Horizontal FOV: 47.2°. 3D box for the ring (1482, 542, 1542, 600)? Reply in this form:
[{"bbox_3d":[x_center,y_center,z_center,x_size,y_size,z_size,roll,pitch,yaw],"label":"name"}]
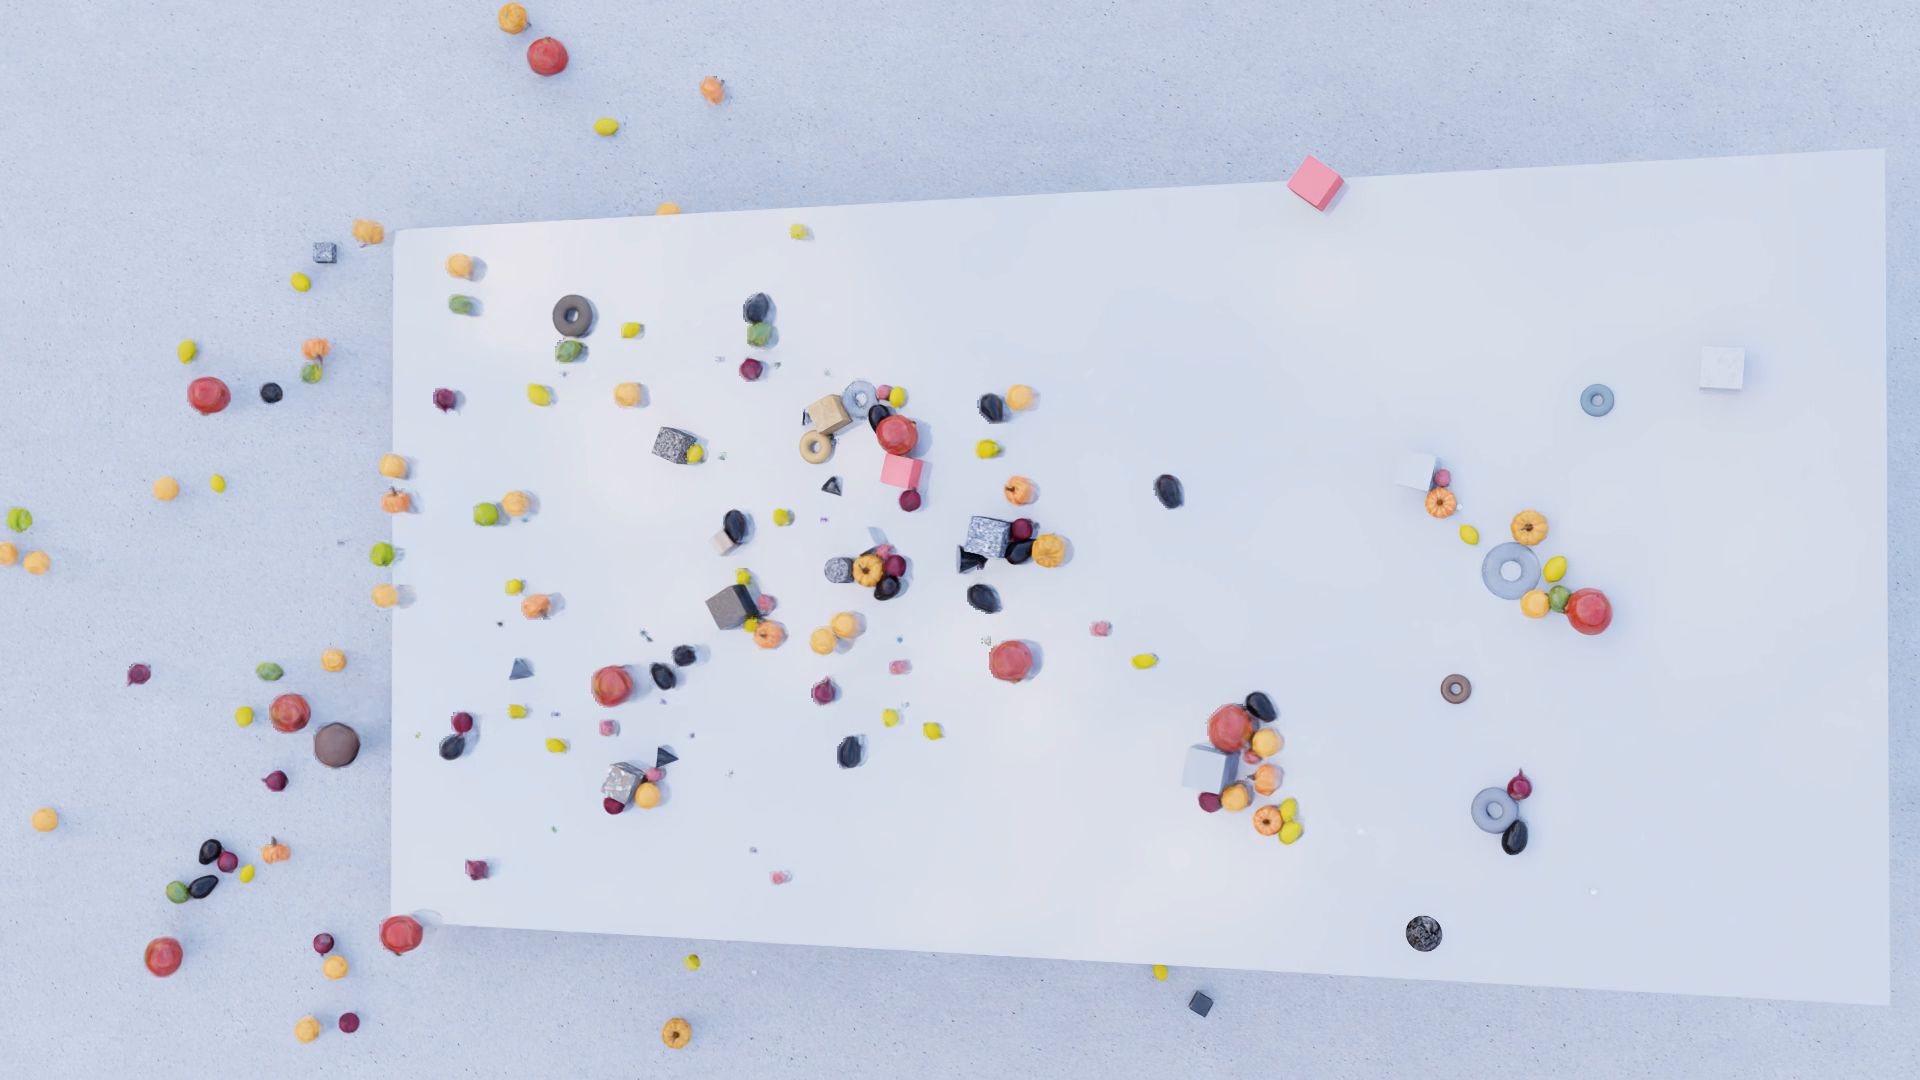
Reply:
[{"bbox_3d":[1.346,0.076,5.370,0.143,0.048,0.143,0,90,17],"label":"ring"}]

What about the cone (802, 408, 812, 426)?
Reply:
[{"bbox_3d":[-0.402,-0.332,5.954,0.050,0.050,0.050,2,89,-8],"label":"cone"}]

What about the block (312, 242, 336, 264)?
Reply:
[{"bbox_3d":[-1.861,-0.841,6.443,0.054,0.054,0.054,0,89,0],"label":"block"}]

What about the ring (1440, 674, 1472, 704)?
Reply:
[{"bbox_3d":[1.221,0.367,5.417,0.075,0.025,0.075,0,90,18],"label":"ring"}]

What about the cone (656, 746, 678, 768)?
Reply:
[{"bbox_3d":[-0.806,0.602,6.069,0.062,0.062,0.062,6,89,-9],"label":"cone"}]

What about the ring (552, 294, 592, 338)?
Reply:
[{"bbox_3d":[-1.088,-0.629,6.171,0.121,0.040,0.121,-1,87,18],"label":"ring"}]

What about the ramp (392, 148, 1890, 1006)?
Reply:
[{"bbox_3d":[0.276,0.093,5.793,4.000,0.100,2.000,0,89,18],"label":"ramp"}]

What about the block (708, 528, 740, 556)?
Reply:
[{"bbox_3d":[-0.643,0.006,6.011,0.054,0.054,0.054,-39,78,14],"label":"block"}]

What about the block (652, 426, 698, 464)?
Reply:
[{"bbox_3d":[-0.786,-0.260,6.048,0.079,0.079,0.079,23,96,17],"label":"block"}]

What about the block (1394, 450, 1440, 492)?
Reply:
[{"bbox_3d":[1.126,-0.171,5.423,0.086,0.086,0.086,14,93,18],"label":"block"}]

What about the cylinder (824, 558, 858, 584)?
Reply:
[{"bbox_3d":[-0.319,0.081,5.896,0.070,0.070,0.070,0,89,18],"label":"cylinder"}]

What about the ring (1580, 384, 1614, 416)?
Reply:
[{"bbox_3d":[1.542,-0.338,5.322,0.080,0.027,0.080,0,91,18],"label":"ring"}]

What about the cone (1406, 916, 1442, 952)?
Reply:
[{"bbox_3d":[1.135,0.974,5.402,0.090,0.090,0.090,0,89,18],"label":"cone"}]

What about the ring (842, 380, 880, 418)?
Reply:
[{"bbox_3d":[-0.266,-0.377,5.904,0.105,0.035,0.105,-1,88,18],"label":"ring"}]

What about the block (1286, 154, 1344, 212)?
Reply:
[{"bbox_3d":[0.890,-0.893,5.506,0.094,0.094,0.094,38,100,15],"label":"block"}]

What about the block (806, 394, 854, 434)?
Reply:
[{"bbox_3d":[-0.350,-0.337,5.907,0.079,0.079,0.079,-27,81,16],"label":"block"}]

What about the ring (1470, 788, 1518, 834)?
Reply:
[{"bbox_3d":[1.307,0.662,5.378,0.114,0.038,0.114,-1,87,20],"label":"ring"}]

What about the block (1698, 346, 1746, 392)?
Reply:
[{"bbox_3d":[1.802,-0.404,5.203,0.095,0.095,0.095,4,91,18],"label":"block"}]

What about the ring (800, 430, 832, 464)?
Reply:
[{"bbox_3d":[-0.391,-0.252,5.945,0.094,0.031,0.094,0,90,17],"label":"ring"}]

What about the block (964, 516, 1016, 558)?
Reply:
[{"bbox_3d":[0.078,-0.007,5.756,0.094,0.094,0.094,12,93,18],"label":"block"}]

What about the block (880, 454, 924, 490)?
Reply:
[{"bbox_3d":[-0.155,-0.182,5.842,0.080,0.080,0.080,14,94,18],"label":"block"}]

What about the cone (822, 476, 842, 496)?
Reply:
[{"bbox_3d":[-0.338,-0.136,5.930,0.053,0.053,0.053,43,89,-14],"label":"cone"}]

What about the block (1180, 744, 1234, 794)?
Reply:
[{"bbox_3d":[0.626,0.580,5.568,0.100,0.100,0.100,11,93,18],"label":"block"}]

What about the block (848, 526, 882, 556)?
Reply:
[{"bbox_3d":[-0.252,0.003,5.882,0.057,0.057,0.057,-30,81,15],"label":"block"}]

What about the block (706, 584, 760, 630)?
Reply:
[{"bbox_3d":[-0.619,0.183,5.981,0.090,0.090,0.090,-32,80,15],"label":"block"}]

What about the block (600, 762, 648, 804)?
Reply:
[{"bbox_3d":[-0.927,0.672,6.077,0.084,0.084,0.084,22,96,17],"label":"block"}]

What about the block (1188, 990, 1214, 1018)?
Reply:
[{"bbox_3d":[0.703,1.354,6.413,0.051,0.051,0.051,30,89,0],"label":"block"}]
